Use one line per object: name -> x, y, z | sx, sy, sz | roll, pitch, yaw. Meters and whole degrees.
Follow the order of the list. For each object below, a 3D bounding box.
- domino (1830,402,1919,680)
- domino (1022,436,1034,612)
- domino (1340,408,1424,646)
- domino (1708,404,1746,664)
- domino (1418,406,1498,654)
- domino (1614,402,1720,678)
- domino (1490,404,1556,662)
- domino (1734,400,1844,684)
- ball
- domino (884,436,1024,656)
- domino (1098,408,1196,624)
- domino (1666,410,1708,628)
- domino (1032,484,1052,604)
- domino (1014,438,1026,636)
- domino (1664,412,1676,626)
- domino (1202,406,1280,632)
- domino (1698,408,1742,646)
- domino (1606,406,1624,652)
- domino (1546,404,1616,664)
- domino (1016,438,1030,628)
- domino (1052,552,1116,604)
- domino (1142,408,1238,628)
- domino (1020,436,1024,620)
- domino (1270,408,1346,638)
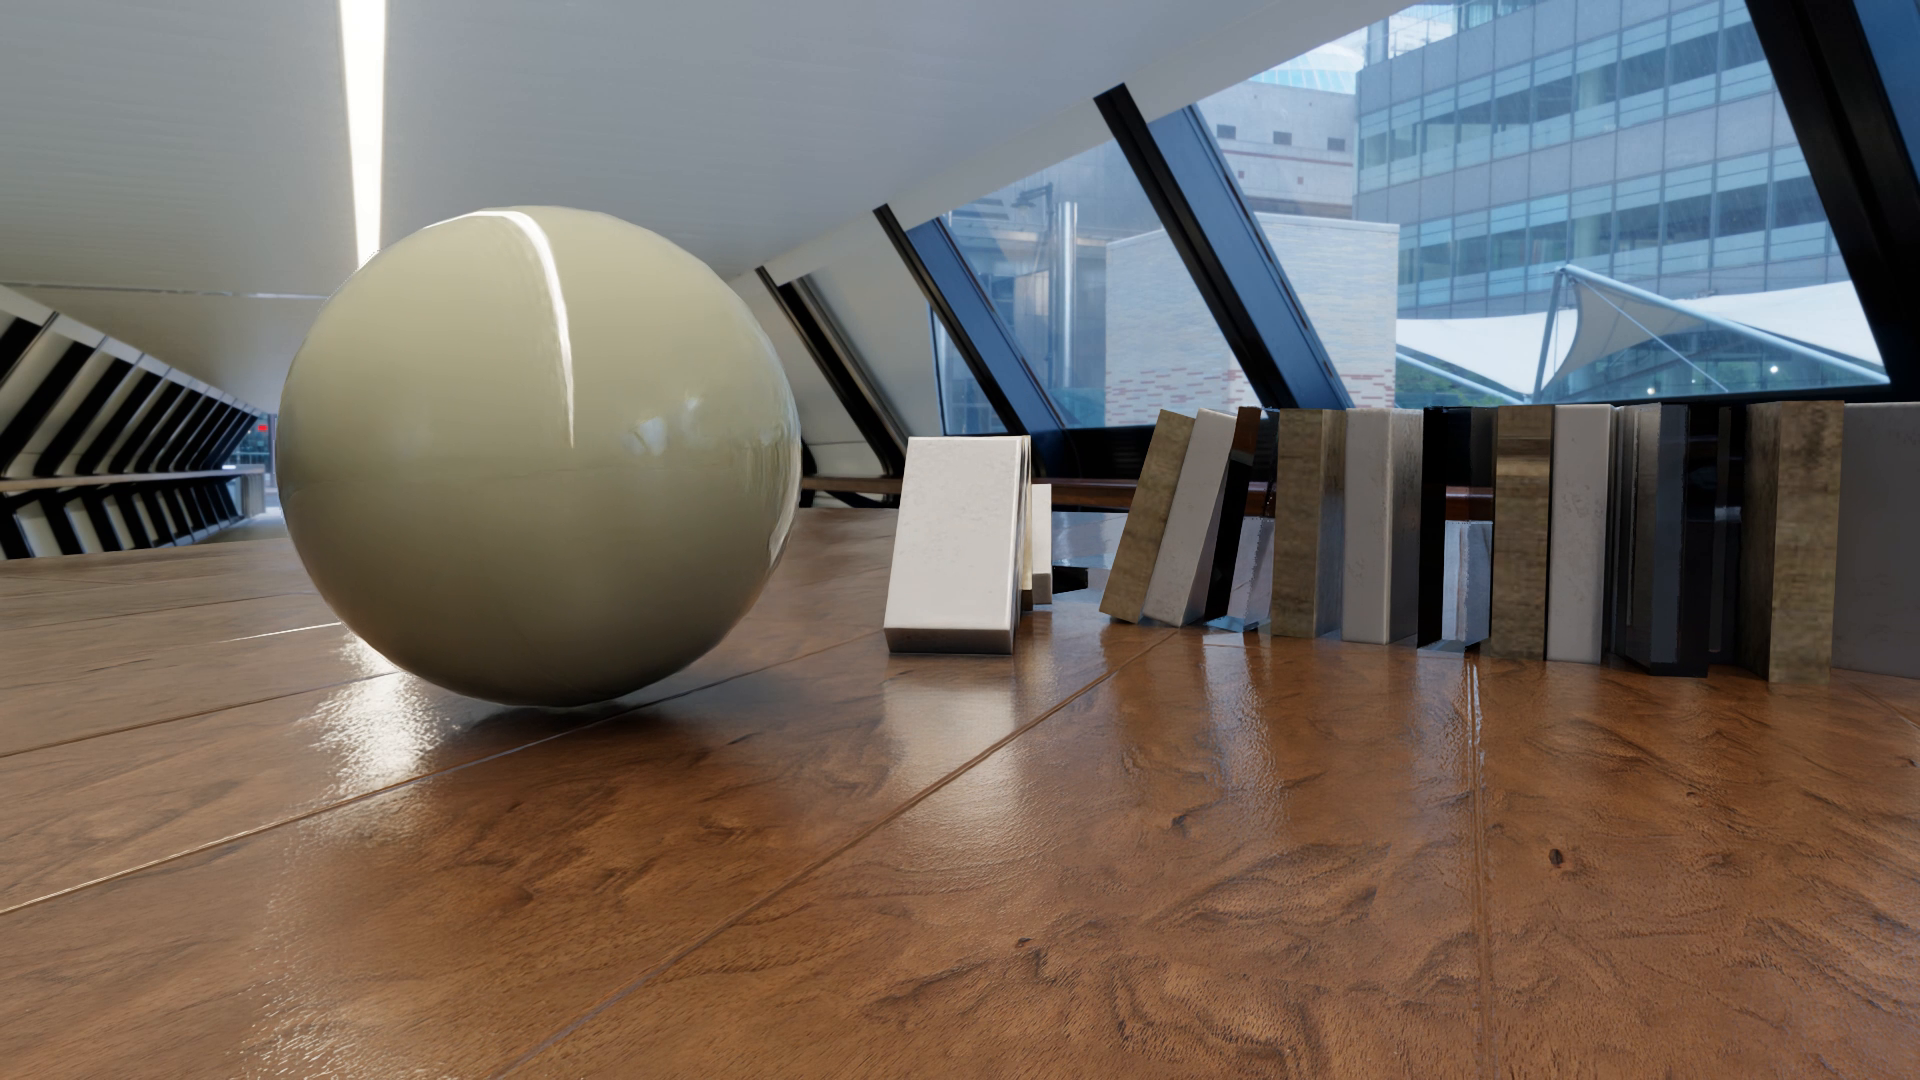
domino -> 0.171, -0.001, 0.242 | 0.010, 0.050, 0.025 | -2, 5, -29
domino -> 0.006, -0.005, 0.333 | 0.025, 0.050, 0.010 | -2, -37, 5
domino -> 0.093, -0.004, 0.282 | 0.009, 0.050, 0.025 | 3, 5, 37
domino -> 0.150, -0.002, 0.259 | 0.009, 0.050, 0.025 | 2, 5, 22
domino -> 0.107, -0.003, 0.272 | 0.010, 0.050, 0.025 | 3, 5, 38
domino -> 0.134, -0.001, 0.245 | 0.010, 0.050, 0.025 | 1, 4, 13
domino -> 0.116, -0.002, 0.263 | 0.010, 0.050, 0.025 | 2, 5, 29
domino -> 0.153, 0.000, 0.238 | 0.010, 0.050, 0.025 | 1, 4, 17
ball -> -0.066, -0.013, 0.208 | 0.080, 0.080, 0.080 | 0, 4, 0
domino -> 0.000, 0.000, 0.271 | 0.025, 0.050, 0.009 | 1, -37, 7
domino -> 0.048, -0.006, 0.313 | 0.010, 0.050, 0.025 | 18, 9, 13
domino -> 0.172, -0.006, 0.308 | 0.010, 0.050, 0.025 | 1, 4, 13
domino -> 0.013, 0.001, 0.353 | 0.025, 0.010, 0.050 | -2, 29, 5
domino -> 0.001, -0.002, 0.296 | 0.025, 0.050, 0.010 | 1, -37, 6
domino -> 0.157, -0.006, 0.308 | 0.009, 0.050, 0.025 | -1, 5, -18
domino -> 0.069, -0.005, 0.298 | 0.009, 0.050, 0.025 | 13, 10, 30
domino -> 0.169, -0.002, 0.265 | 0.010, 0.050, 0.025 | -3, 5, -31
domino -> 0.142, -0.003, 0.269 | 0.009, 0.050, 0.025 | 2, 5, 23
domino -> 0.125, -0.002, 0.258 | 0.009, 0.050, 0.025 | 2, 5, 29
domino -> 0.003, -0.003, 0.308 | 0.025, 0.050, 0.009 | 1, -37, 6
domino -> 0.044, 0.010, 0.366 | 0.025, 0.010, 0.050 | 3, 5, 36
domino -> 0.058, -0.006, 0.305 | 0.009, 0.050, 0.025 | 18, 11, 22
domino -> 0.003, -0.004, 0.321 | 0.025, 0.050, 0.009 | 0, -37, 5
domino -> 0.080, -0.004, 0.291 | 0.010, 0.050, 0.025 | 4, 6, 33
